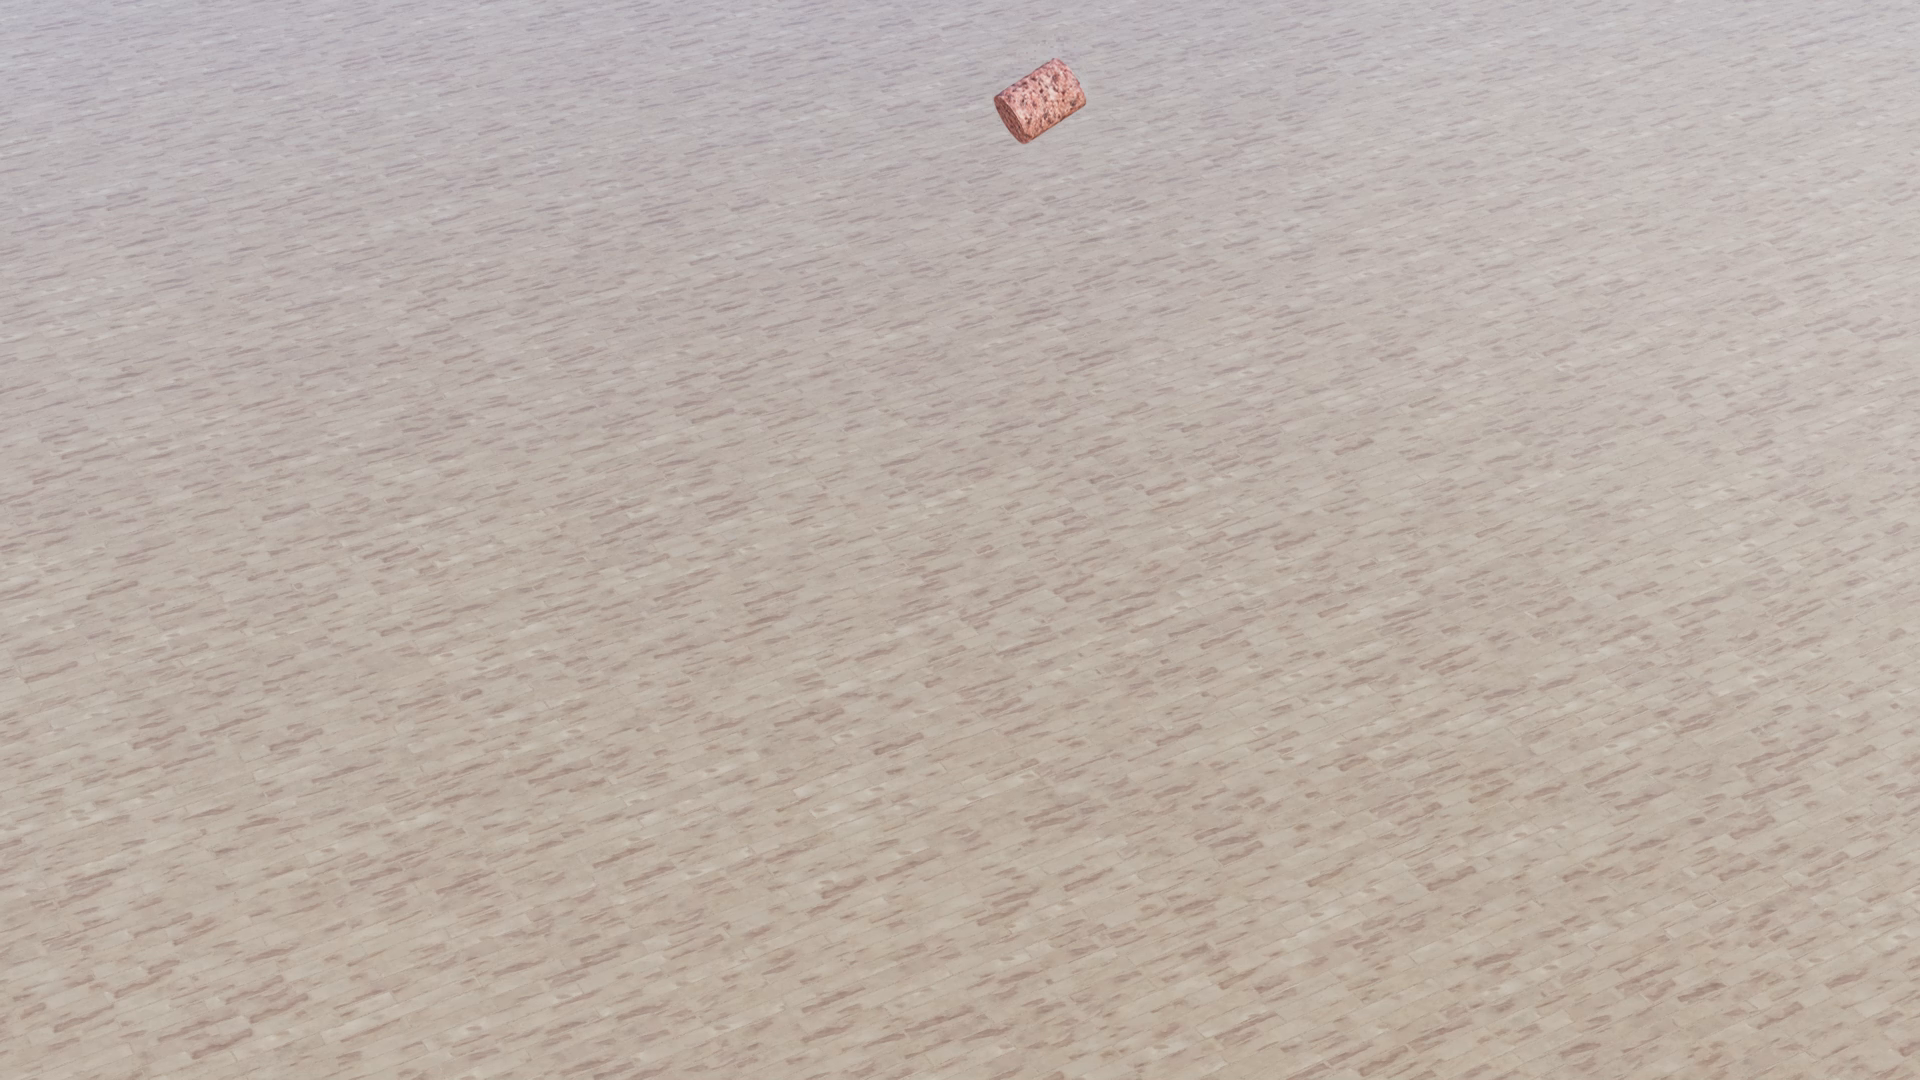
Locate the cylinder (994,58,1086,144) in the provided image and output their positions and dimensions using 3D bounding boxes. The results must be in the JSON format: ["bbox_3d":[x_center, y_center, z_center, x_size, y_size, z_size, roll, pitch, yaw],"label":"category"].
[{"bbox_3d":[0.236,-1.292,8.627,0.218,0.167,0.136,-35,6,-13],"label":"cylinder"}]
